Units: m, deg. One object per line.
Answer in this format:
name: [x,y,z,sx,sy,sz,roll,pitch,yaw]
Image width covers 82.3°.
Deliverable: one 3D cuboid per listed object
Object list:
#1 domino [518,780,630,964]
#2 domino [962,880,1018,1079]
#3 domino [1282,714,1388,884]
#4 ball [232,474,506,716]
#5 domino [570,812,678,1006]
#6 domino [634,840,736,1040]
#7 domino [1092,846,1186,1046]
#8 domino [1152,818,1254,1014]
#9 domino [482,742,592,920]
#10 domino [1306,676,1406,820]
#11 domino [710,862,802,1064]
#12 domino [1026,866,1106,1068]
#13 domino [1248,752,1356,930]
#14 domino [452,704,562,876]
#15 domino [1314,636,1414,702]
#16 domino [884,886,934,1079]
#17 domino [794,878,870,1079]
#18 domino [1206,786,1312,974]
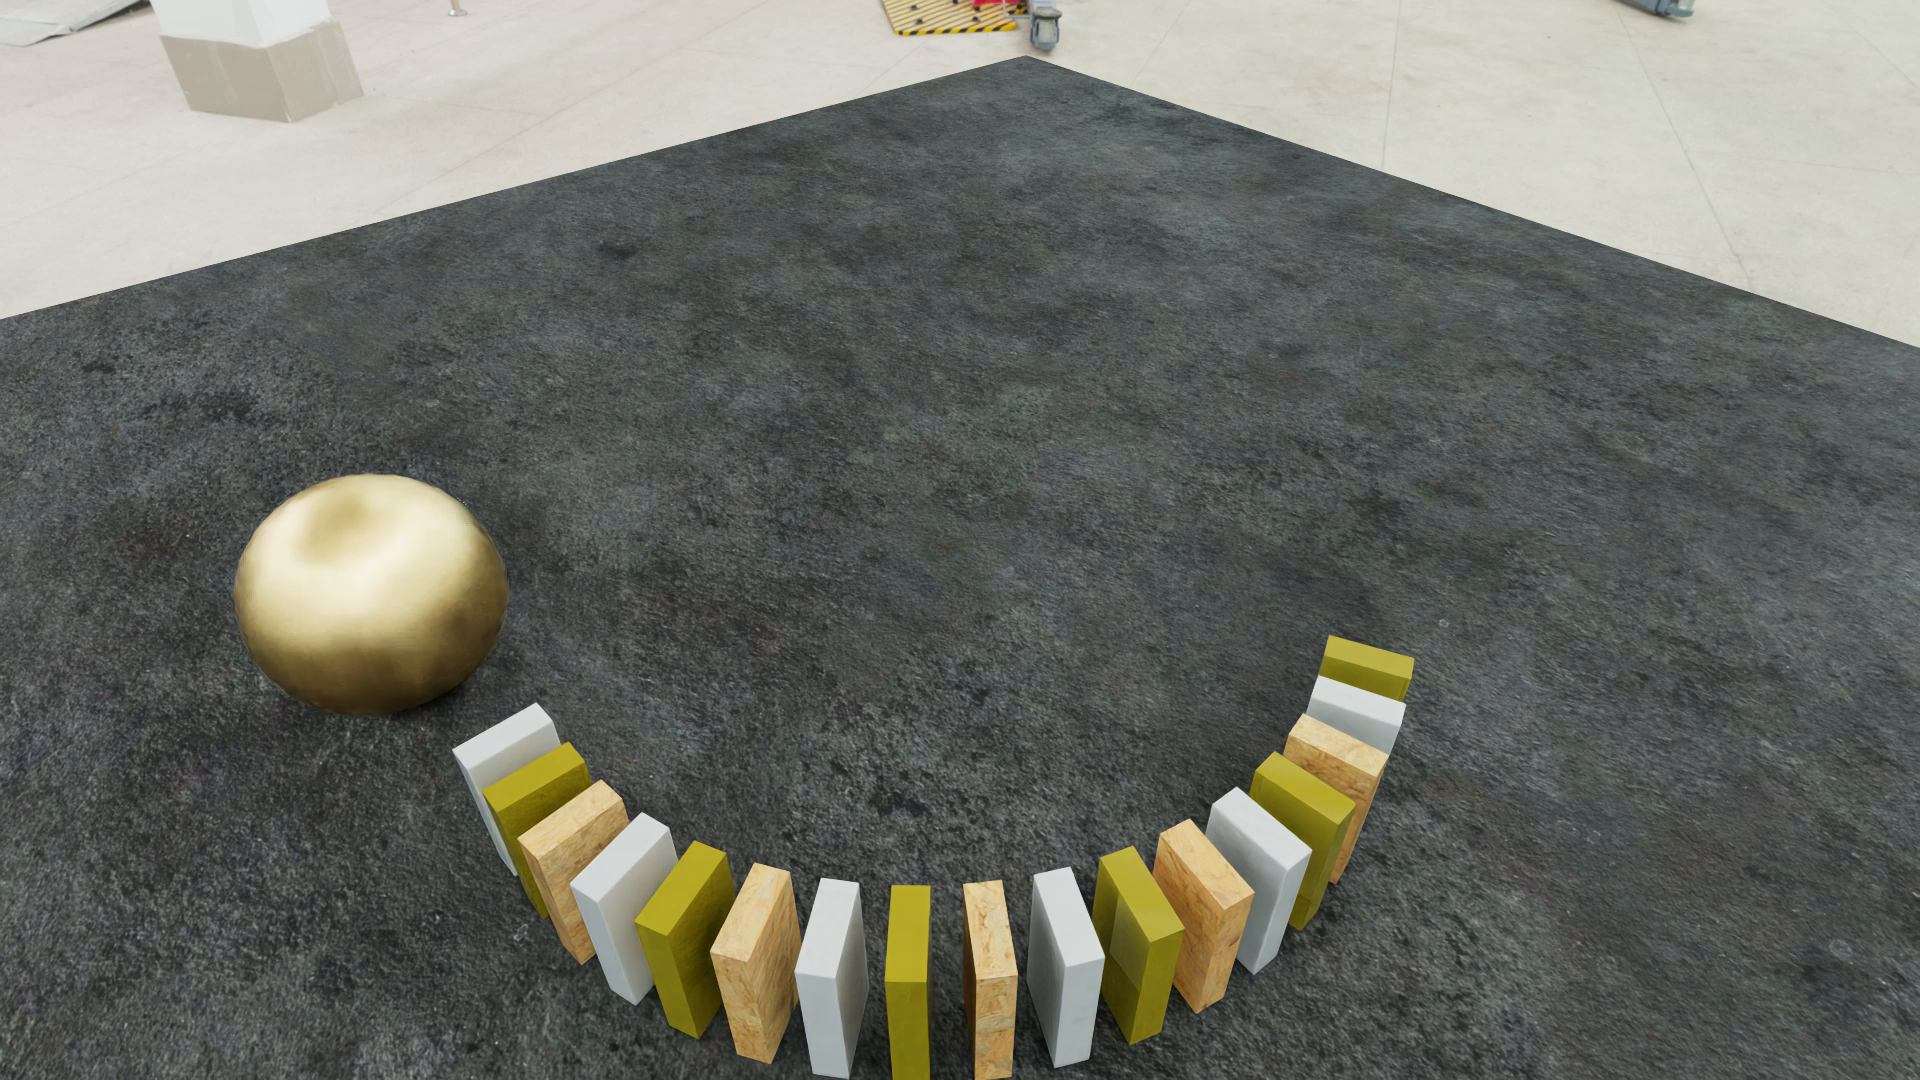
domino: [-0.101,0.091,0.300,0.009,0.050,0.025,29,48,31]
domino: [0.007,0.111,0.276,0.010,0.050,0.025,-4,40,-5]
domino: [0.104,0.076,0.319,0.025,0.050,0.009,26,46,28]
ball: [-0.194,0.018,0.366,0.080,0.080,0.080,0,39,0]
domino: [-0.085,0.098,0.291,0.010,0.050,0.025,21,44,24]
domino: [-0.068,0.104,0.285,0.009,0.050,0.025,16,42,18]
domino: [0.044,0.105,0.283,0.009,0.050,0.025,-15,42,-17]
domino: [0.061,0.100,0.290,0.010,0.050,0.025,-20,43,-23]
domino: [-0.114,0.083,0.311,0.025,0.050,0.009,-30,48,-31]
domino: [0.114,0.065,0.332,0.025,0.050,0.009,18,43,21]
domino: [-0.050,0.108,0.279,0.009,0.050,0.025,10,40,12]
domino: [0.026,0.109,0.279,0.010,0.050,0.025,-9,40,-11]
domino: [0.092,0.085,0.308,0.025,0.050,0.009,32,49,33]
domino: [-0.127,0.074,0.322,0.025,0.050,0.010,-31,49,-32]
domino: [0.123,0.054,0.345,0.025,0.050,0.009,15,42,18]
domino: [-0.012,0.112,0.275,0.009,0.050,0.025,1,39,1]
domino: [-0.031,0.111,0.276,0.009,0.050,0.025,5,40,7]
domino: [0.077,0.093,0.298,0.010,0.050,0.025,-26,46,-28]
